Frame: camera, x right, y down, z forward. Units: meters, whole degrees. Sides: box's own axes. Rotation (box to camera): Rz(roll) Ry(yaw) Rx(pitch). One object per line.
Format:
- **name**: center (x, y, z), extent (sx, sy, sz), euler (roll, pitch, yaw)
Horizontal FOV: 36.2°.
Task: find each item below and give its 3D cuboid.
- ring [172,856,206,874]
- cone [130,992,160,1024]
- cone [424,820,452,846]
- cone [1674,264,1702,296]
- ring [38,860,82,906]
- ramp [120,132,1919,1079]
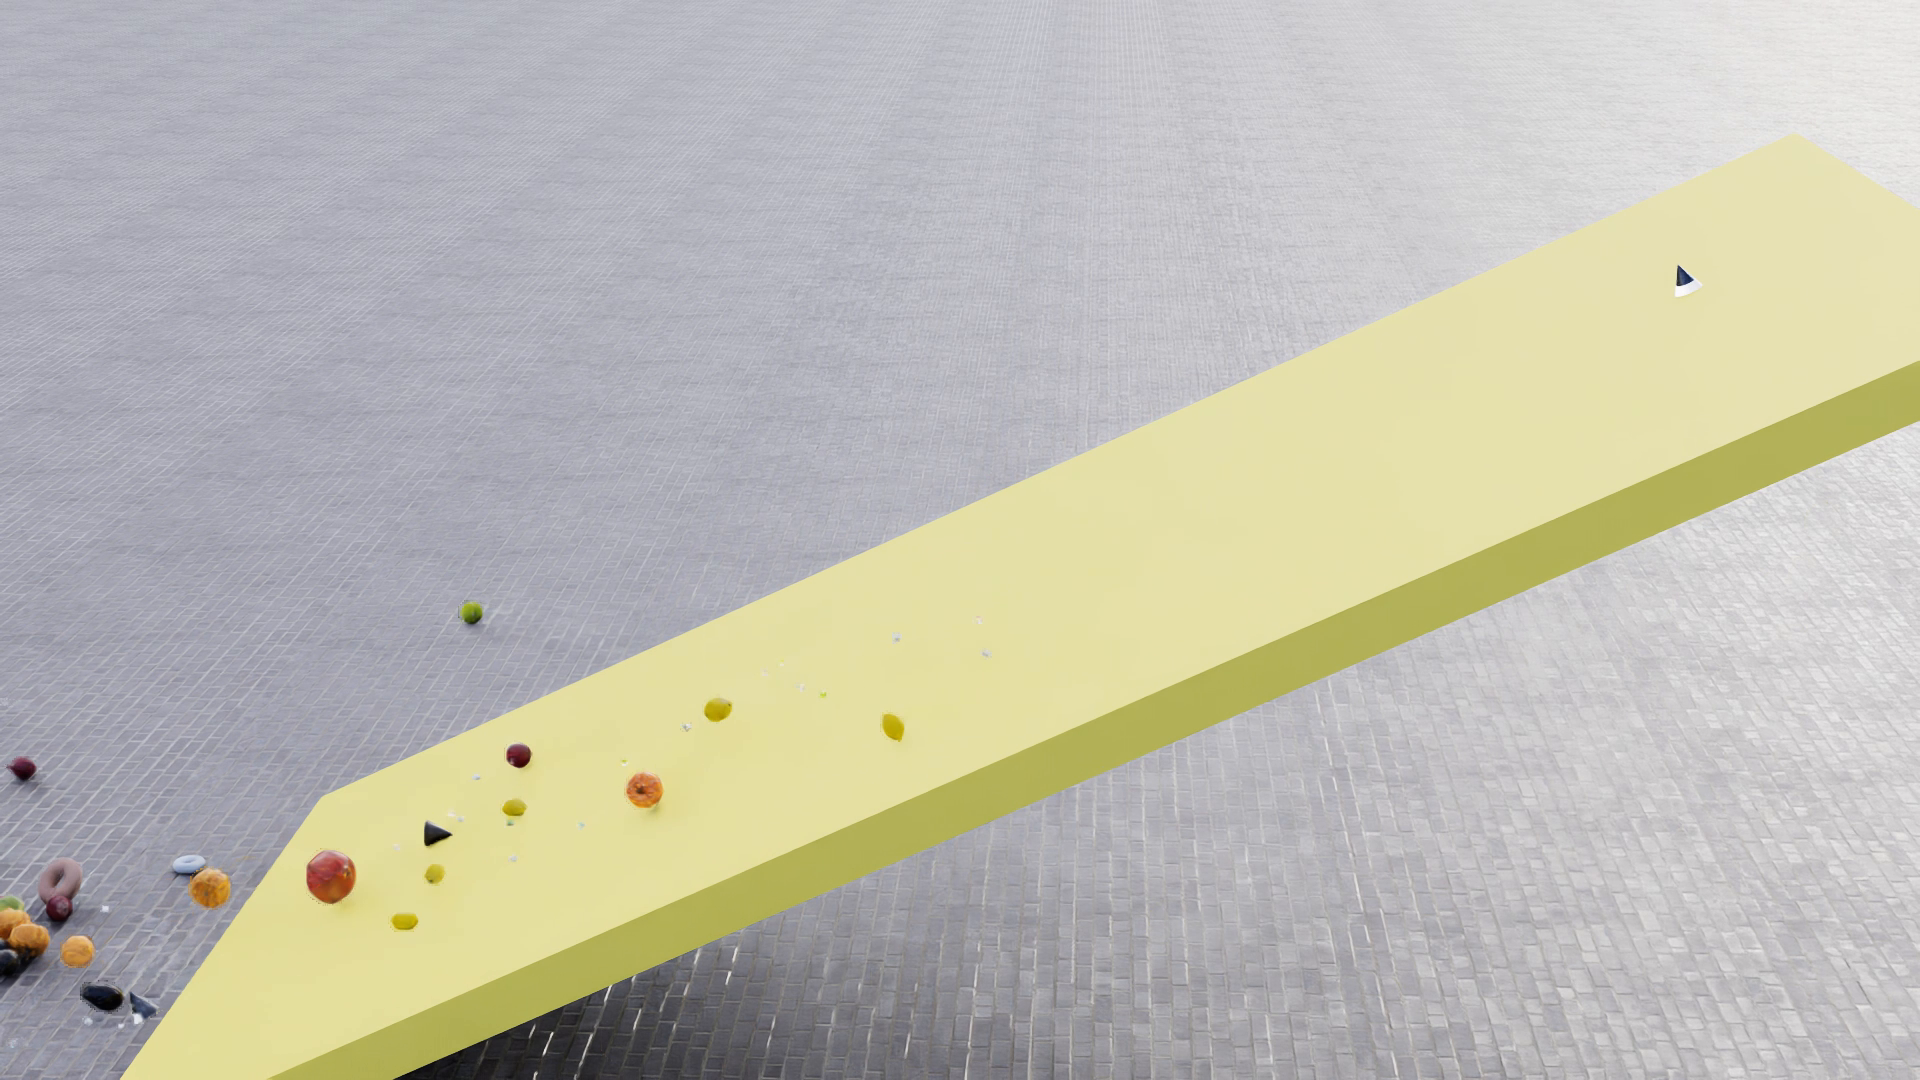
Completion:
- **ring**: center (-1.916, 0.807, 7.315), extent (0.081, 0.027, 0.081), euler (-1, 16, 0)
- **cone**: center (-1.790, 1.009, 6.408), extent (0.065, 0.065, 0.065), euler (-32, 12, 8)
- **cone**: center (-1.166, 0.659, 6.597), extent (0.061, 0.061, 0.061), euler (2, 16, 3)
- **cone**: center (1.495, -0.544, 6.080), extent (0.060, 0.060, 0.060), euler (-25, 13, 6)
- **ring**: center (-2.175, 0.829, 7.111), extent (0.122, 0.122, 0.041), euler (12, -24, 36)
- **ramp**: center (0.136, 0.169, 6.282), extent (4.000, 0.100, 2.000), euler (-24, 13, 9)
